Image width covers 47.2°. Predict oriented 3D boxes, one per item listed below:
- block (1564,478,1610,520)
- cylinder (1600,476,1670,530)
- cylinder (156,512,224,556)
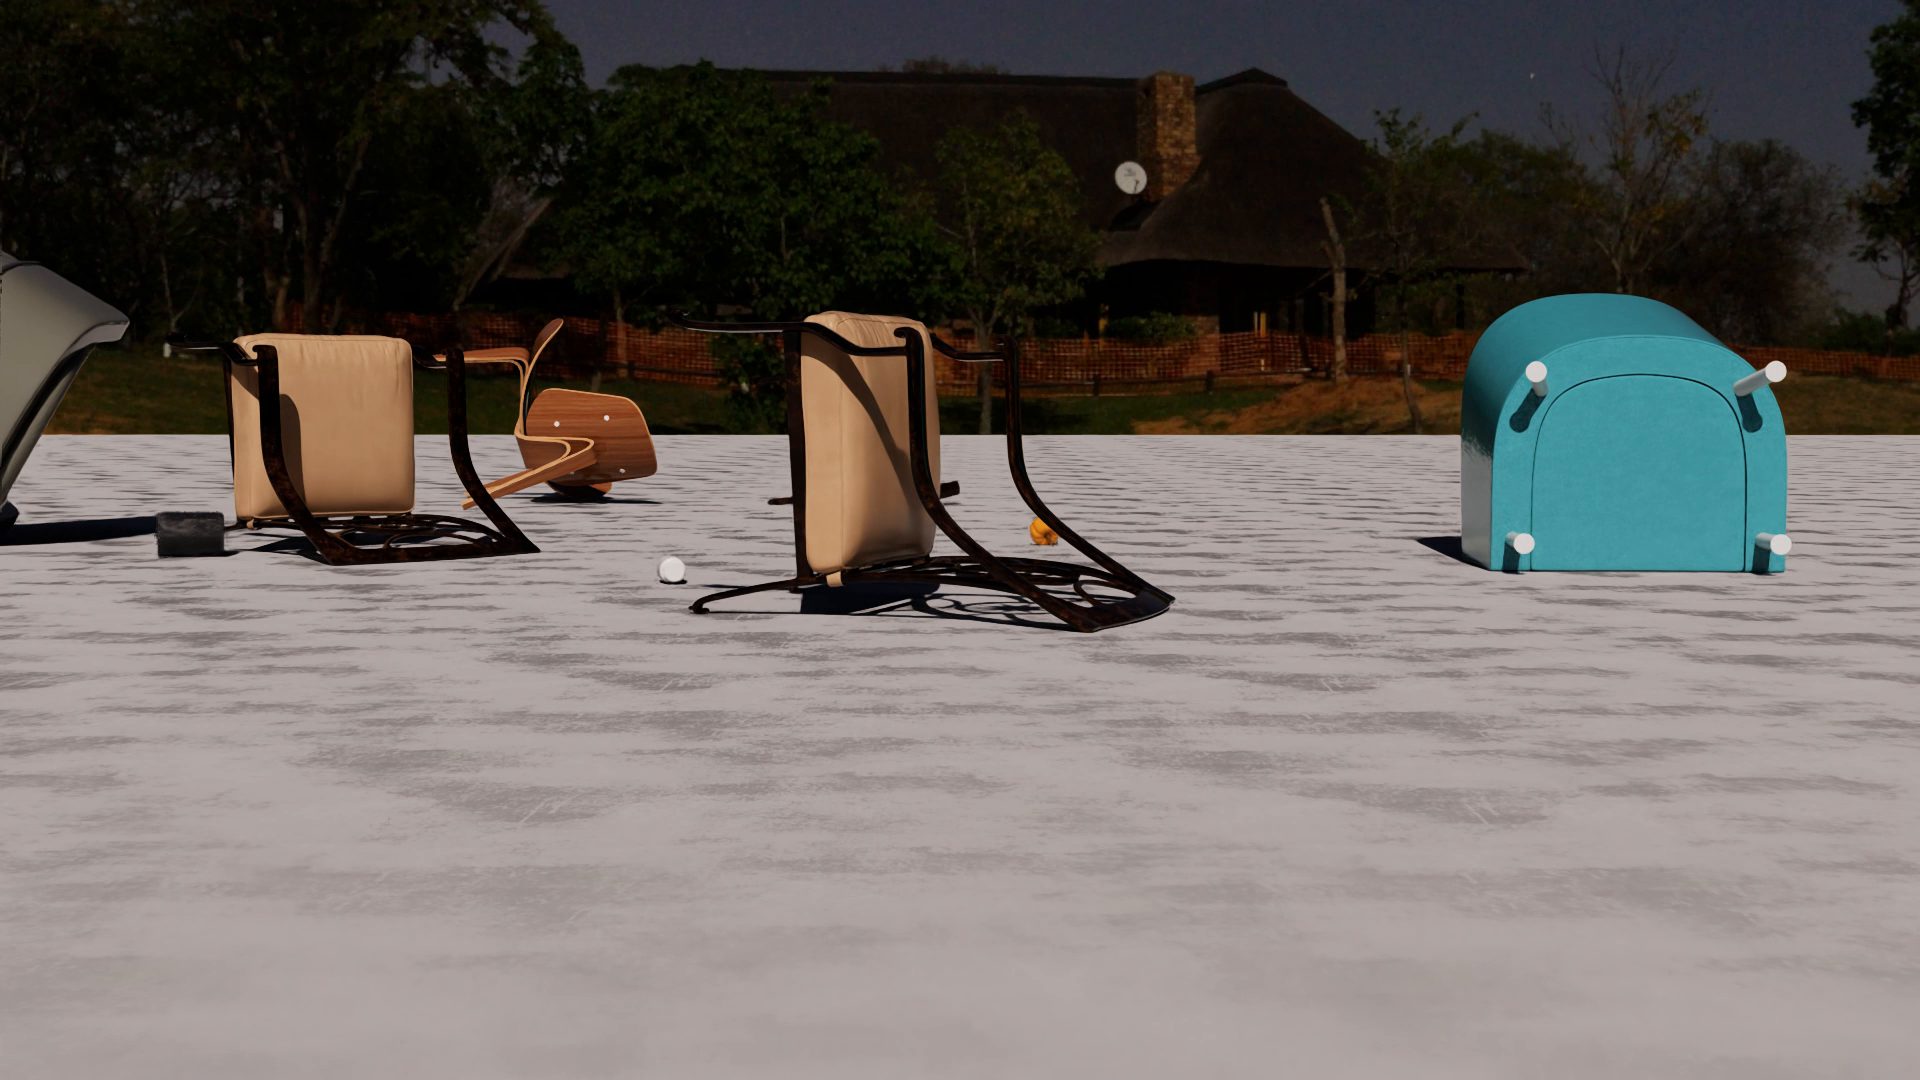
[{"bbox_3d":[2.168,-0.144,7.603,0.134,0.142,0.101,2,4,26],"label":"block"},{"bbox_3d":[2.161,-0.117,7.043,0.156,0.162,0.172,-4,-34,-47],"label":"cylinder"},{"bbox_3d":[-2.074,-0.016,5.923,0.166,0.116,0.184,-2,2,-21],"label":"cylinder"}]
